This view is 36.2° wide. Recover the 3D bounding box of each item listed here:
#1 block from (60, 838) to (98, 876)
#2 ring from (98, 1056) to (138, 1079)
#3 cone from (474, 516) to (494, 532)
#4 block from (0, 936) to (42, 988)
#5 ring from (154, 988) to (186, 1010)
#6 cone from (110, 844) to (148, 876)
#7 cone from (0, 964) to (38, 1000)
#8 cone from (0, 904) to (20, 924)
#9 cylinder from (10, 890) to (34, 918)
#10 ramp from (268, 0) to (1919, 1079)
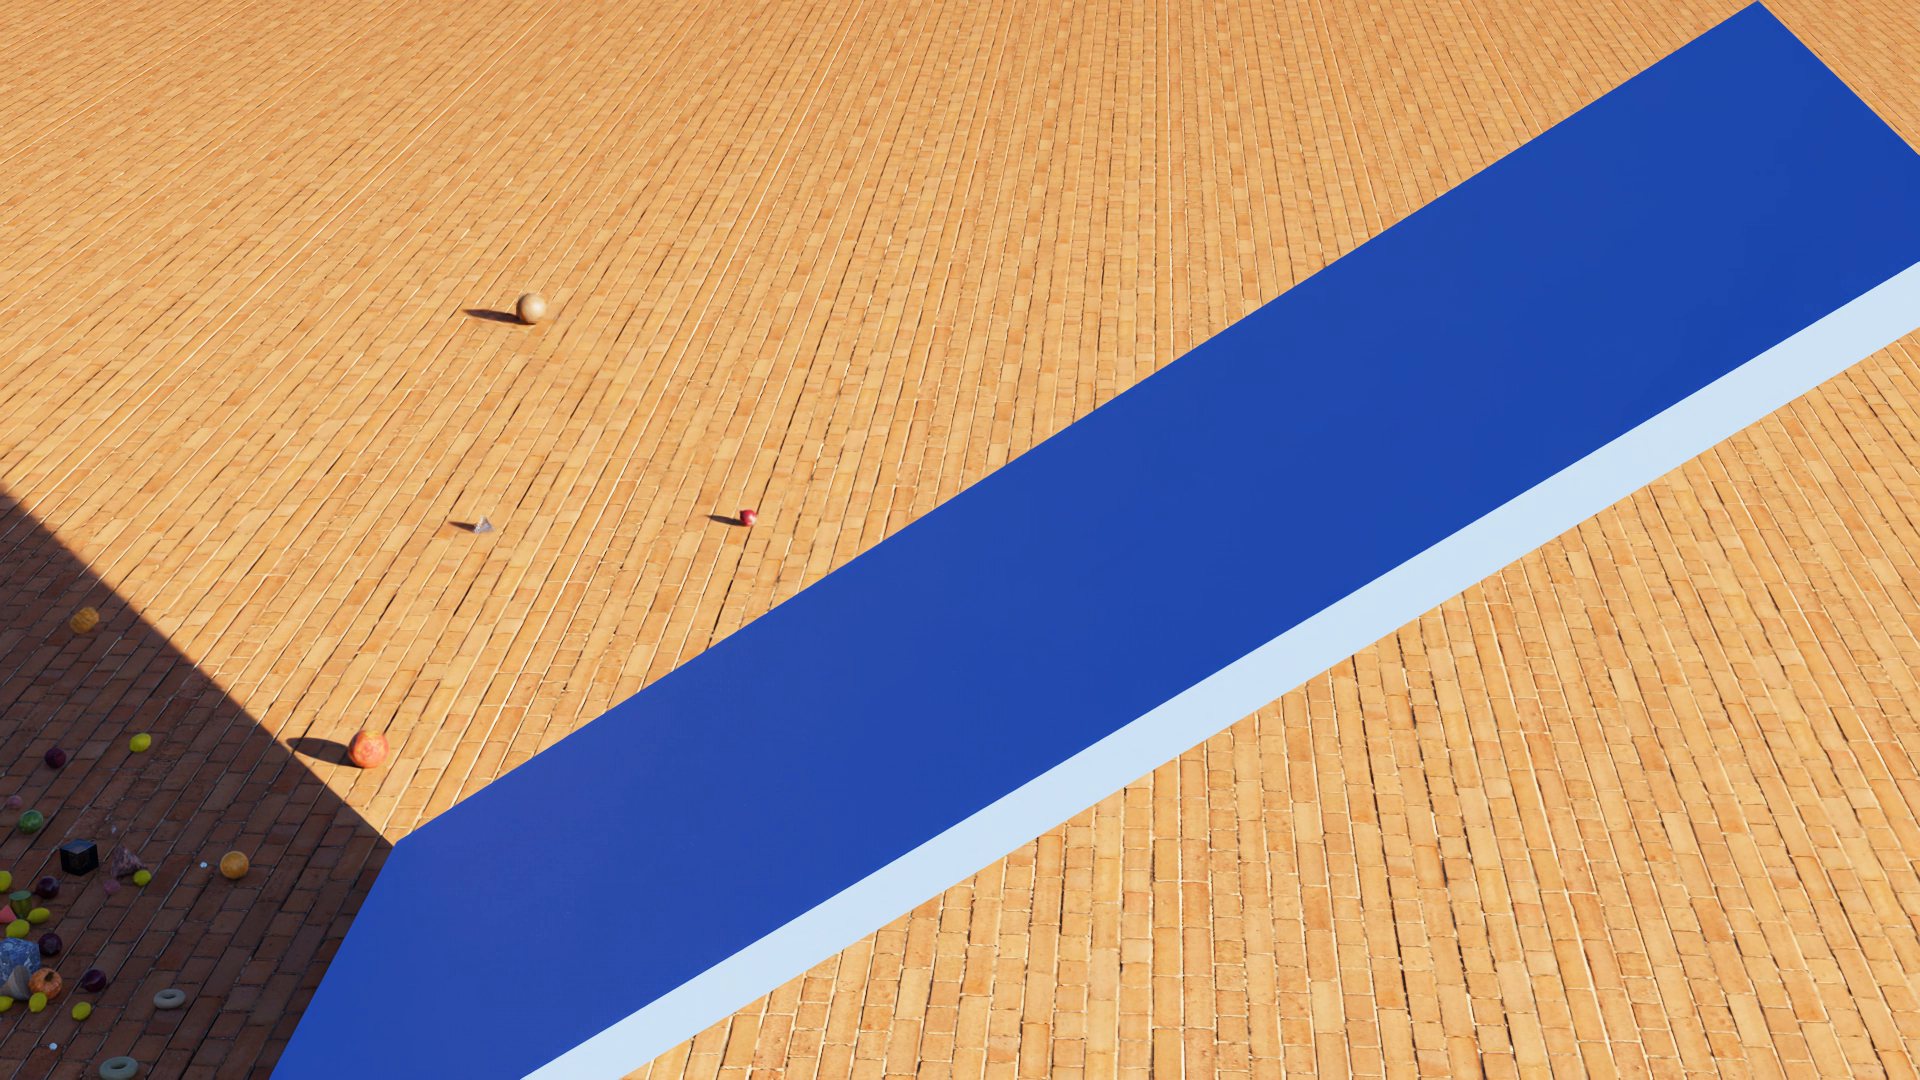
[{"bbox_3d":[-2.318,0.836,7.741,0.066,0.066,0.066,12,24,28],"label":"block"},{"bbox_3d":[-1.939,1.220,6.779,0.090,0.030,0.090,-1,19,0],"label":"ring"},{"bbox_3d":[-1.645,-0.042,10.103,0.066,0.066,0.066,-34,28,-7],"label":"cone"},{"bbox_3d":[-2.310,1.036,7.180,0.089,0.089,0.089,9,23,23],"label":"block"},{"bbox_3d":[-1.904,1.106,7.086,0.077,0.026,0.077,1,19,0],"label":"ring"},{"bbox_3d":[-2.173,0.853,7.733,0.087,0.087,0.087,19,8,-33],"label":"cone"},{"bbox_3d":[-2.296,1.090,7.104,0.095,0.095,0.095,-26,20,6],"label":"cone"},{"bbox_3d":[-2.408,0.962,7.467,0.054,0.054,0.054,29,23,0],"label":"cone"},{"bbox_3d":[-2.397,0.931,7.508,0.054,0.054,0.054,0,21,0],"label":"cylinder"},{"bbox_3d":[0.138,0.172,6.300,4.000,0.100,2.000,-32,16,14],"label":"ramp"}]
